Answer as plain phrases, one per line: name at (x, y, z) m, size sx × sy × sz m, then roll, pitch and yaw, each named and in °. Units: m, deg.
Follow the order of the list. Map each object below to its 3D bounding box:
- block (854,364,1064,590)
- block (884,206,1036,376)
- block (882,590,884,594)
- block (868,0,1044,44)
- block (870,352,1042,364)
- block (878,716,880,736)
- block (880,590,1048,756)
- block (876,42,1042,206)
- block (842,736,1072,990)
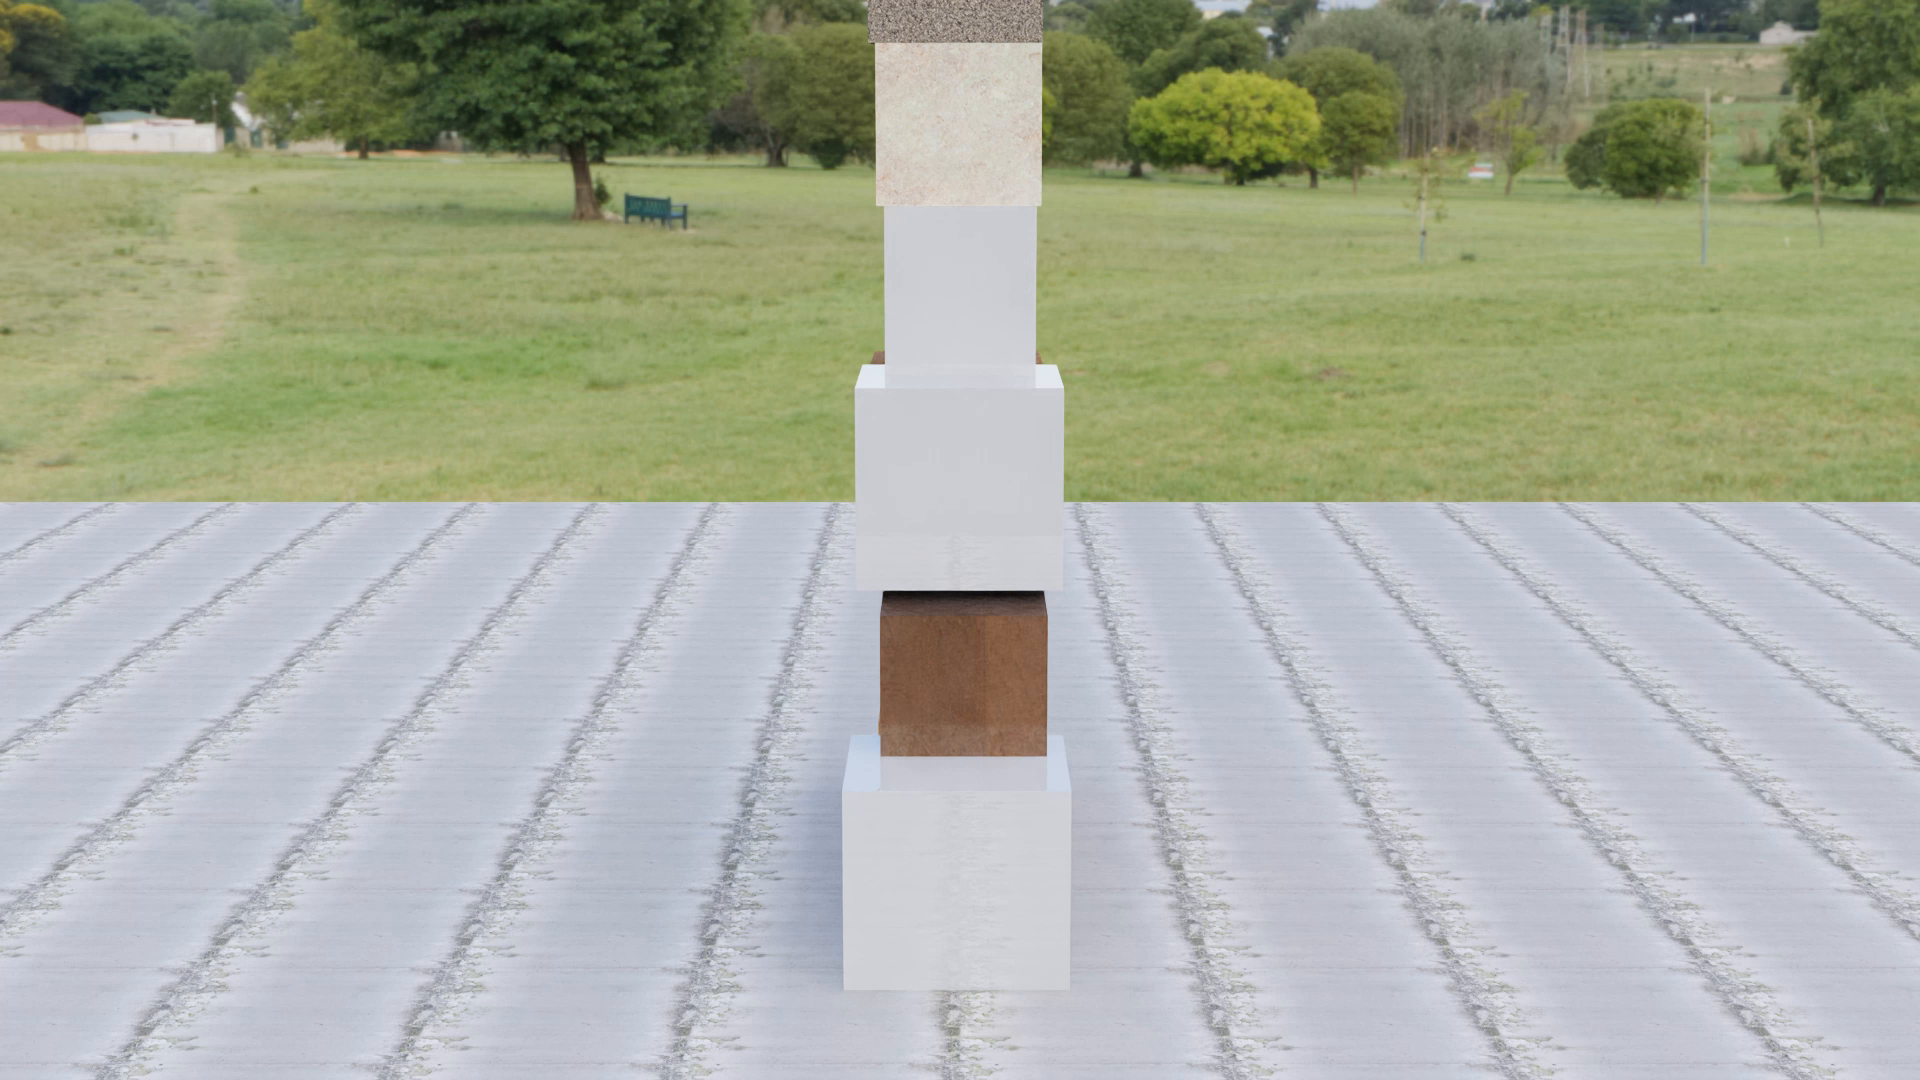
block at (-0.002, -0.277, 10.751) m, size 0.838 × 0.825 × 0.839 m, roll 0°, pitch 10°, yaw 0°
block at (0.001, -1.095, 10.979) m, size 0.628 × 0.702 × 0.714 m, roll 0°, pitch 10°, yaw 0°
block at (0.014, 0.432, 11.274) m, size 0.688 × 0.757 × 0.737 m, roll 0°, pitch 10°, yaw 0°
block at (-0.018, -2.383, 10.744) m, size 0.713 × 0.596 × 0.706 m, roll 0°, pitch 10°, yaw 0°
block at (-0.014, -0.412, 11.543) m, size 0.756 × 0.807 × 0.733 m, roll 0°, pitch 9°, yaw 0°
block at (-0.004, 1.073, 11.763) m, size 0.715 × 0.680 × 0.736 m, roll 0°, pitch 10°, yaw 0°
block at (0.015, 0.529, 10.580) m, size 0.669 × 0.576 × 0.644 m, roll 0°, pitch 10°, yaw 0°
block at (-0.005, -1.765, 10.857) m, size 0.681 × 0.660 × 0.699 m, roll 0°, pitch 10°, yaw 0°
block at (-0.012, 1.278, 10.302) m, size 0.878 × 0.798 × 0.850 m, roll 0°, pitch 10°, yaw 0°
